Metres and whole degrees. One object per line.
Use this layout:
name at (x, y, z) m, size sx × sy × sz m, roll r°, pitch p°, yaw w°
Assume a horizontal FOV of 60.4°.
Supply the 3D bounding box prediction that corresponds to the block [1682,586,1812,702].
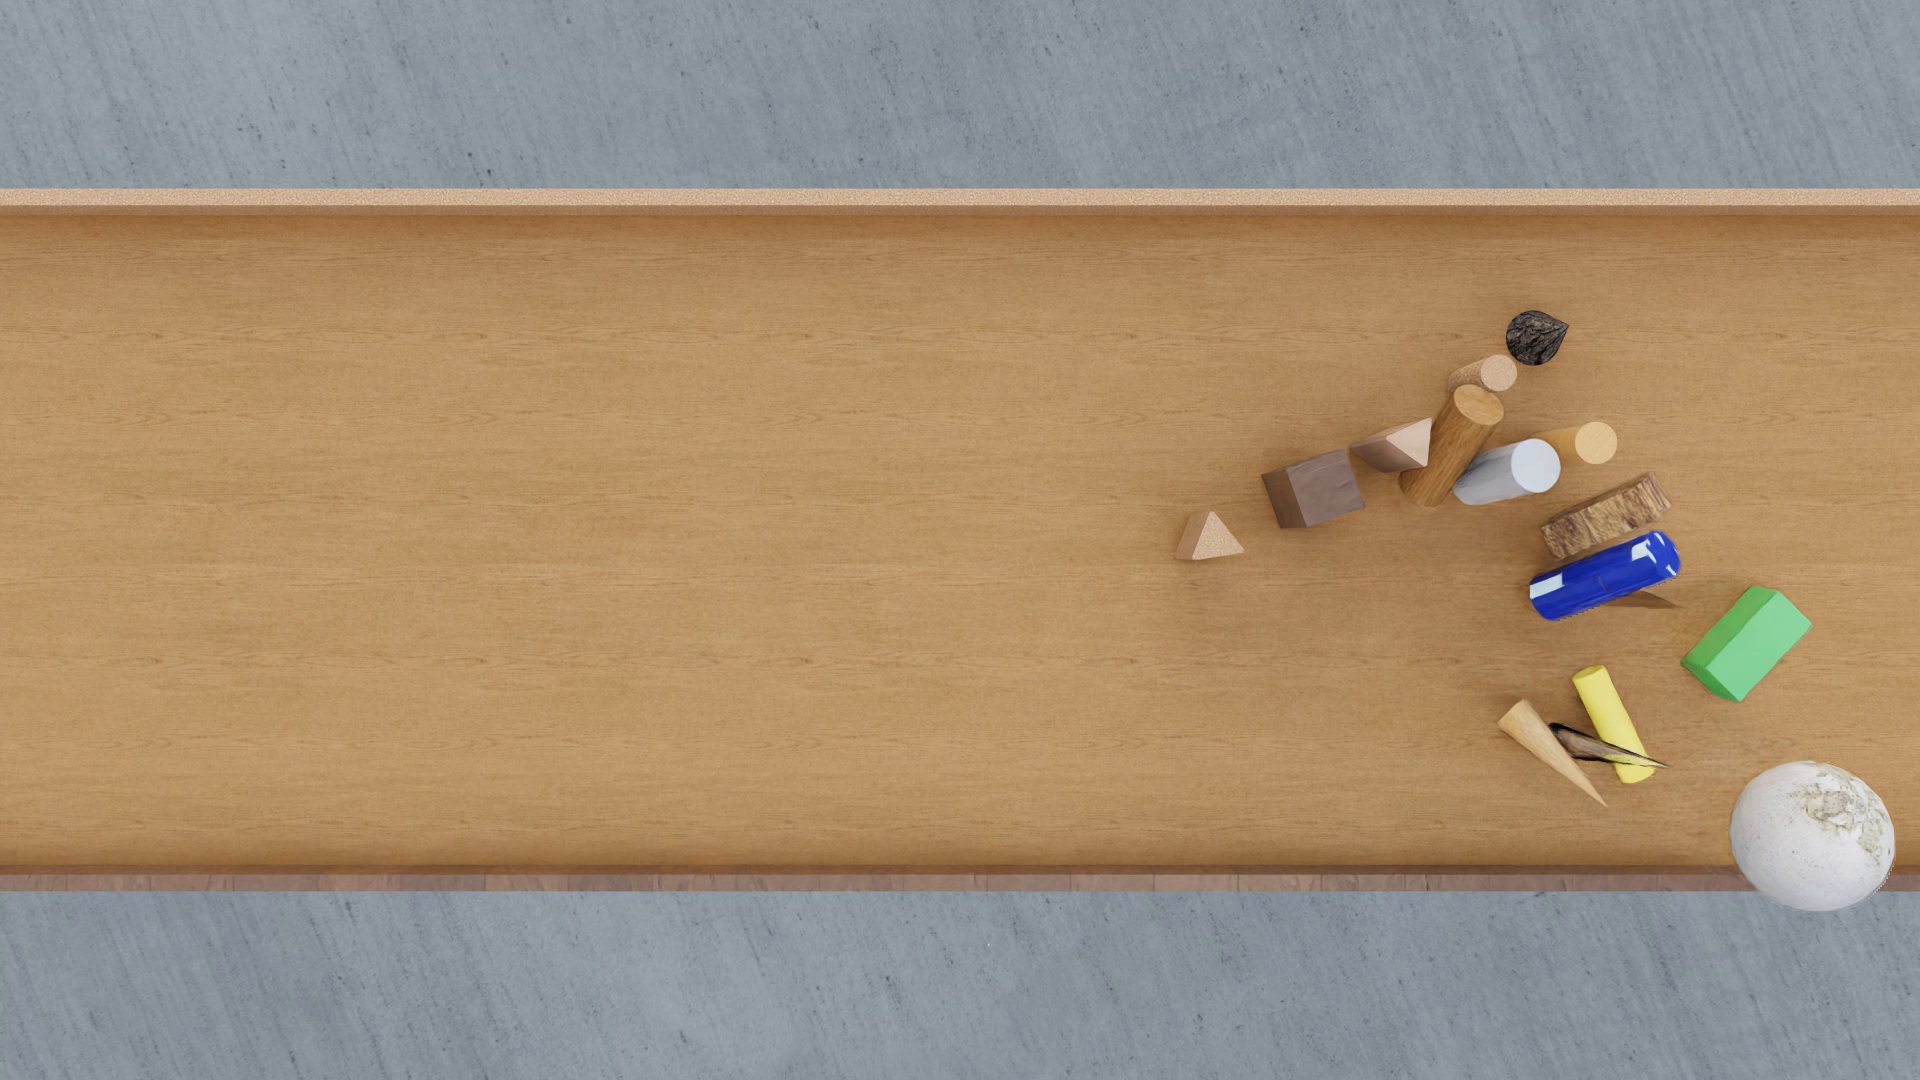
block at (2.381, 0.312, 4.997) m, size 0.148 × 0.148 × 0.319 m, roll 43°, pitch 90°, yaw -5°

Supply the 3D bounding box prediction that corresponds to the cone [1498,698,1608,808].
cone at (1.795, 0.658, 4.932) m, size 0.122 × 0.122 × 0.392 m, roll -40°, pitch 63°, yaw 0°

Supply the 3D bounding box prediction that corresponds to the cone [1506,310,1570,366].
cone at (1.765, -0.622, 4.925) m, size 0.170 × 0.303 × 0.170 m, roll 0°, pitch 90°, yaw 0°

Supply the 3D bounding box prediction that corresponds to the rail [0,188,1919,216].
rail at (-2.247, -1.025, 5.002) m, size 12.000 × 0.150 × 0.050 m, roll 0°, pitch 90°, yaw 0°

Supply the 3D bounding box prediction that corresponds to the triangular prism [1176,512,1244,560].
triangular prism at (0.725, -0.020, 4.883) m, size 0.147 × 0.387 × 0.127 m, roll -9°, pitch 90°, yaw 0°

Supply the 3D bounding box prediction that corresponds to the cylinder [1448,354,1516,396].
cylinder at (1.554, -0.479, 4.917) m, size 0.105 × 0.317 × 0.105 m, roll 0°, pitch 89°, yaw 0°

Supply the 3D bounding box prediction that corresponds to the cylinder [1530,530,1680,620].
cylinder at (1.895, 0.108, 4.868) m, size 0.143 × 0.418 × 0.143 m, roll 13°, pitch 64°, yaw -29°

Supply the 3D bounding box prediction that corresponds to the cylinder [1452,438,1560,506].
cylinder at (1.611, -0.198, 4.888) m, size 0.154 × 0.352 × 0.154 m, roll 1°, pitch 85°, yaw -12°

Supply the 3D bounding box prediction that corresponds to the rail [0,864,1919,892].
rail at (-2.247, 1.025, 5.001) m, size 12.000 × 0.150 × 0.050 m, roll 0°, pitch 90°, yaw 0°

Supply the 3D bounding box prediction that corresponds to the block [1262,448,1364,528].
block at (1.040, -0.148, 4.883) m, size 0.176 × 0.388 × 0.176 m, roll -20°, pitch 90°, yaw 0°

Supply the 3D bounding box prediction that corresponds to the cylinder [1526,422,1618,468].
cylinder at (1.789, -0.273, 4.857) m, size 0.119 × 0.438 × 0.119 m, roll 0°, pitch 90°, yaw 0°

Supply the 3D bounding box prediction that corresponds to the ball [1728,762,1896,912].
ball at (2.115, 0.735, 4.102) m, size 0.368 × 0.368 × 0.368 m, roll 0°, pitch 90°, yaw 0°

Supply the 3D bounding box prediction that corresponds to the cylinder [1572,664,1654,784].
cylinder at (1.990, 0.561, 5.026) m, size 0.102 × 0.102 × 0.352 m, roll -26°, pitch 90°, yaw 0°

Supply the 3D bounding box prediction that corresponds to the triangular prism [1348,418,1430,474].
triangular prism at (1.287, -0.294, 4.852) m, size 0.137 × 0.449 × 0.119 m, roll 36°, pitch 90°, yaw 0°

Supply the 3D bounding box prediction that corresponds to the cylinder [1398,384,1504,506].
cylinder at (1.449, -0.275, 4.883) m, size 0.153 × 0.376 × 0.153 m, roll 8°, pitch 51°, yaw -10°

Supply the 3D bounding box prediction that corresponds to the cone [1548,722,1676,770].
cone at (1.938, 0.635, 4.889) m, size 0.107 × 0.400 × 0.107 m, roll -8°, pitch 102°, yaw -39°

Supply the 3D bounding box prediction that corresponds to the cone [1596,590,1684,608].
cone at (2.005, 0.174, 4.858) m, size 0.102 × 0.424 × 0.102 m, roll -1°, pitch 96°, yaw -15°

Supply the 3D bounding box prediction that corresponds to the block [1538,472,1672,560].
block at (1.913, -0.068, 4.903) m, size 0.112 × 0.355 × 0.112 m, roll -32°, pitch 89°, yaw -39°
